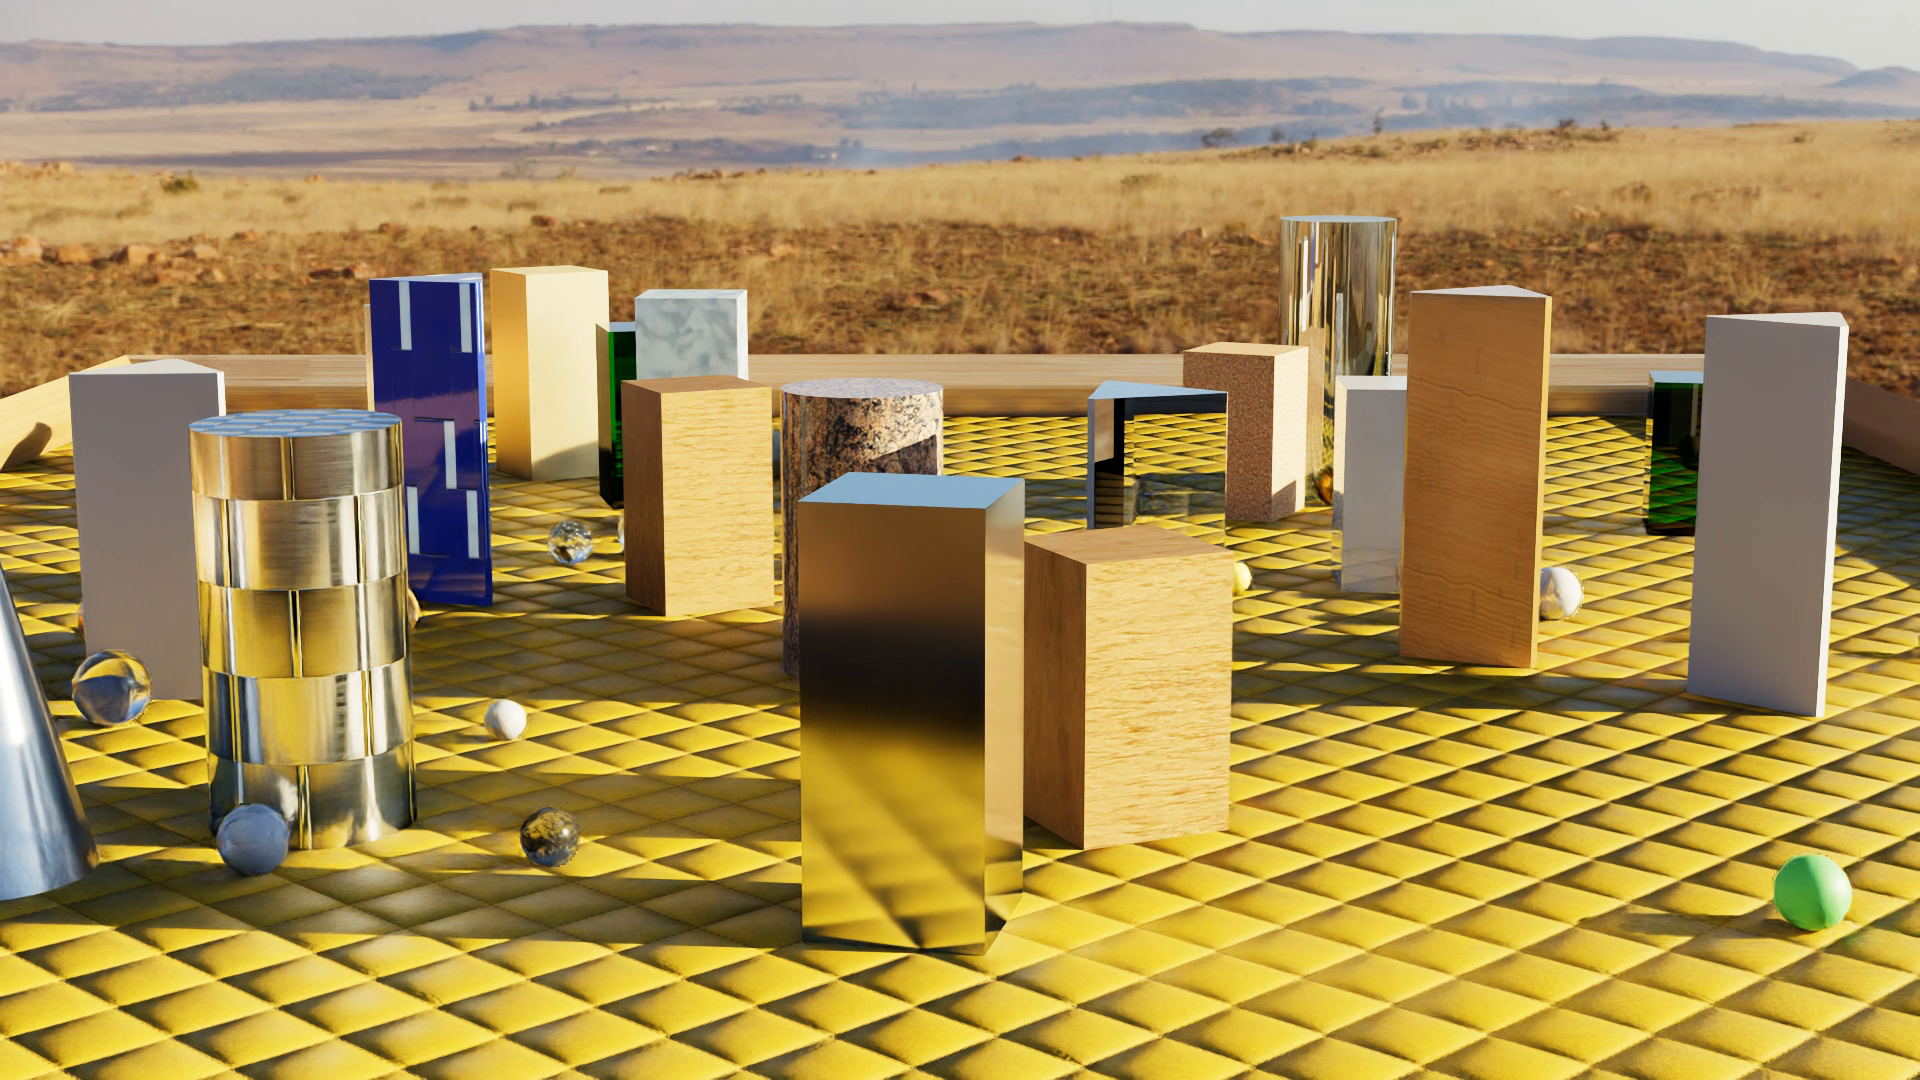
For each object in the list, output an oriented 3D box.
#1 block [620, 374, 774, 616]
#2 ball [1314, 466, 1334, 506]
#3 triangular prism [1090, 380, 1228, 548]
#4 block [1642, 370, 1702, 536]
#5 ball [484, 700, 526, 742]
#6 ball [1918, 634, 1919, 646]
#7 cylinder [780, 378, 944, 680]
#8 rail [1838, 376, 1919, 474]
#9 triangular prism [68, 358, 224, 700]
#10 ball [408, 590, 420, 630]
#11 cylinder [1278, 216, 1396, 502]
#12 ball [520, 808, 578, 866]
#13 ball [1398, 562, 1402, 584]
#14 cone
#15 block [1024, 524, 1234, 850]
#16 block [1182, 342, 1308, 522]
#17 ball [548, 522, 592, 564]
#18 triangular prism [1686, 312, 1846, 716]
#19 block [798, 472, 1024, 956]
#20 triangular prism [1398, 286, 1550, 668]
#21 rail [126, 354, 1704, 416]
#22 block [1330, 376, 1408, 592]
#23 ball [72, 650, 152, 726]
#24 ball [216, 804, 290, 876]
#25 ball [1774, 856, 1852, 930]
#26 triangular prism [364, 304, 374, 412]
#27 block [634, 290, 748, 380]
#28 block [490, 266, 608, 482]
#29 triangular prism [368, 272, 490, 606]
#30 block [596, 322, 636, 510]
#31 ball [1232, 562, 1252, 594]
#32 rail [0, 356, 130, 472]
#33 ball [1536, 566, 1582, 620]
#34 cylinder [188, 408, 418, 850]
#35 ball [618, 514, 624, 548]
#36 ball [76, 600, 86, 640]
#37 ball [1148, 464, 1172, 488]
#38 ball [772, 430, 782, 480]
[{"bbox_3d":[-0.359,-0.064,3.504,0.157,0.300,0.157,-5,12,-27],"label":"block"},{"bbox_3d":[0.627,-0.091,4.285,0.067,0.067,0.067,0,11,0],"label":"ball"},{"bbox_3d":[0.200,0.002,2.983,0.170,0.360,0.147,-4,11,-20],"label":"triangular prism"},{"bbox_3d":[1.171,-0.138,4.065,0.157,0.241,0.157,2,11,11],"label":"block"},{"bbox_3d":[-0.496,0.197,2.796,0.045,0.045,0.045,0,11,0],"label":"ball"},{"bbox_3d":[1.214,0.125,3.192,0.042,0.042,0.042,0,11,0],"label":"ball"},{"bbox_3d":[-0.118,-0.014,3.109,0.196,0.344,0.196,0,11,0],"label":"cylinder"},{"bbox_3d":[1.708,0.031,3.459,0.045,0.127,3.924,0,11,0],"label":"rail"},{"bbox_3d":[-0.931,-0.016,3.020,0.170,0.381,0.147,-1,11,-4],"label":"triangular prism"},{"bbox_3d":[-0.730,0.091,3.294,0.071,0.071,0.071,0,11,0],"label":"ball"},{"bbox_3d":[0.640,-0.313,4.381,0.196,0.469,0.196,0,11,0],"label":"cylinder"},{"bbox_3d":[-0.378,0.273,2.361,0.053,0.053,0.053,0,11,0],"label":"ball"},{"bbox_3d":[0.635,0.049,3.545,0.062,0.062,0.062,0,11,0],"label":"ball"},{"bbox_3d":[-0.891,0.101,2.312,0.196,0.410,0.196,0,11,0],"label":"cone"},{"bbox_3d":[0.155,0.138,2.486,0.157,0.273,0.157,-5,12,-24],"label":"block"},{"bbox_3d":[0.467,-0.180,4.210,0.157,0.269,0.157,5,12,27],"label":"block"},{"bbox_3d":[-0.574,0.004,3.781,0.064,0.064,0.064,0,11,0],"label":"ball"},{"bbox_3d":[0.966,-0.038,2.970,0.147,0.442,0.170,-10,15,-44],"label":"triangular prism"},{"bbox_3d":[-0.038,0.142,2.181,0.157,0.376,0.157,2,11,13],"label":"block"},{"bbox_3d":[0.656,-0.085,3.194,0.170,0.453,0.147,5,12,25],"label":"triangular prism"},{"bbox_3d":[-0.011,-0.321,5.355,3.462,0.127,0.045,0,11,0],"label":"rail"},{"bbox_3d":[0.615,-0.081,3.633,0.157,0.286,0.157,1,11,3],"label":"block"},{"bbox_3d":[-0.944,0.165,2.856,0.085,0.085,0.085,0,11,0],"label":"ball"},{"bbox_3d":[-0.643,0.272,2.334,0.064,0.064,0.064,0,11,0],"label":"ball"},{"bbox_3d":[0.726,0.301,2.184,0.064,0.064,0.064,0,11,0],"label":"ball"},{"bbox_3d":[-0.877,-0.228,4.283,0.170,0.338,0.147,3,11,16],"label":"triangular prism"},{"bbox_3d":[-0.419,-0.202,4.047,0.157,0.373,0.157,0,11,1],"label":"block"},{"bbox_3d":[-0.733,-0.301,4.604,0.157,0.365,0.157,-7,13,-33],"label":"block"},{"bbox_3d":[-0.696,-0.144,3.552,0.170,0.440,0.147,4,11,19],"label":"triangular prism"},{"bbox_3d":[-0.521,-0.213,4.318,0.157,0.295,0.157,-3,11,-16],"label":"block"},{"bbox_3d":[0.384,0.052,3.577,0.044,0.044,0.044,0,11,0],"label":"ball"},{"bbox_3d":[-1.708,0.035,3.439,0.045,0.127,3.924,0,11,0],"label":"rail"},{"bbox_3d":[0.788,0.070,3.405,0.072,0.072,0.072,0,11,0],"label":"ball"},{"bbox_3d":[-0.629,0.081,2.467,0.196,0.392,0.196,0,11,0],"label":"cylinder"},{"bbox_3d":[-0.470,-0.013,3.827,0.081,0.081,0.081,0,11,0],"label":"ball"},{"bbox_3d":[-1.063,0.098,3.219,0.084,0.084,0.084,0,11,0],"label":"ball"},{"bbox_3d":[0.349,-0.112,4.470,0.041,0.041,0.041,0,11,0],"label":"ball"},{"bbox_3d":[-0.319,-0.152,4.552,0.090,0.090,0.090,0,11,0],"label":"ball"}]
